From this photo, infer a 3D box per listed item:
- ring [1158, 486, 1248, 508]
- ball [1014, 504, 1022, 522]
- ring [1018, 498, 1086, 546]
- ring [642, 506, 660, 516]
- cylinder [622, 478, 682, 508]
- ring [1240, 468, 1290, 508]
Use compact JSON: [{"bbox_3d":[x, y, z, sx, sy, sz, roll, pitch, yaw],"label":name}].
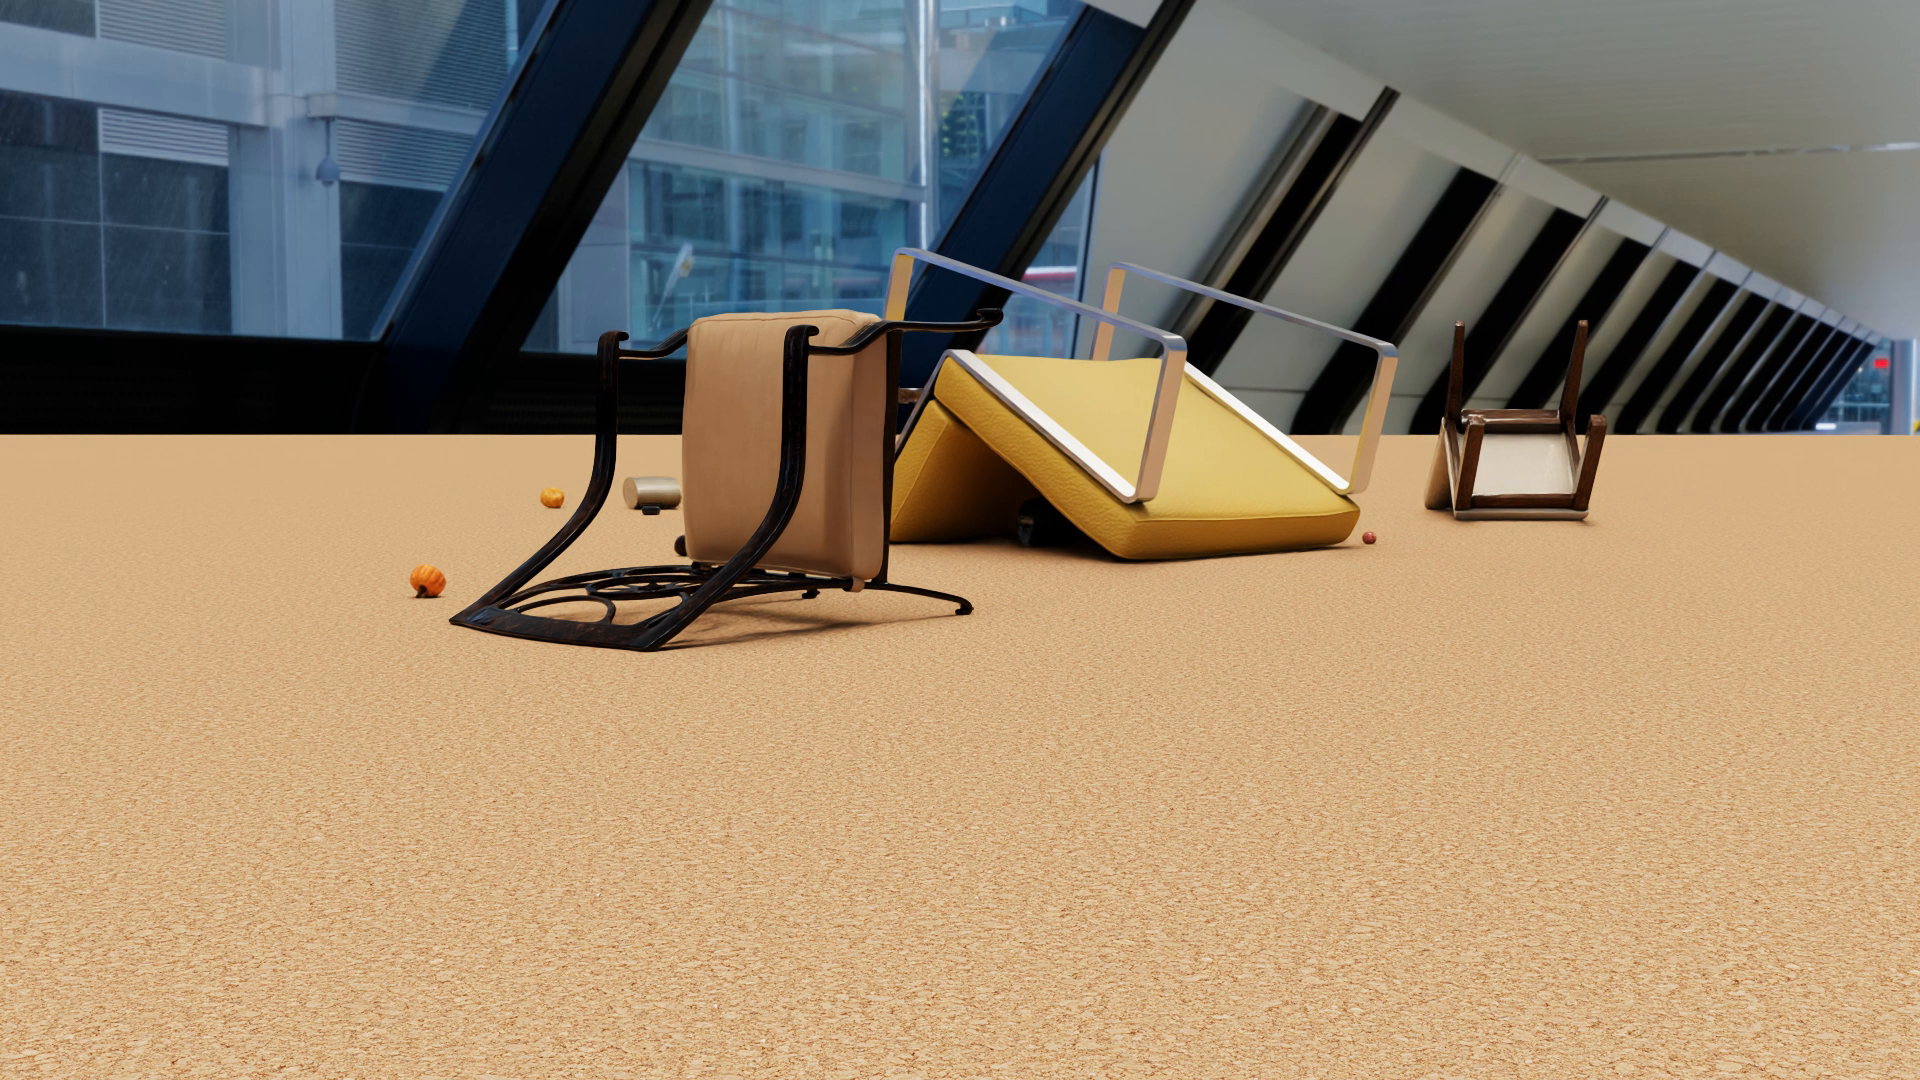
[{"bbox_3d":[0.926,-0.164,8.403,0.305,0.074,0.386,-2,4,-37],"label":"ring"},{"bbox_3d":[0.213,-0.083,7.221,0.074,0.074,0.074,0,4,0],"label":"ball"},{"bbox_3d":[0.264,-0.051,6.350,0.186,0.127,0.244,7,7,26],"label":"ring"},{"bbox_3d":[-1.104,-0.105,7.860,0.061,0.031,0.093,2,3,17],"label":"ring"},{"bbox_3d":[-1.164,-0.178,8.303,0.163,0.114,0.308,-1,5,-19],"label":"cylinder"},{"bbox_3d":[1.152,-0.196,8.319,0.183,0.105,0.212,36,14,32],"label":"ring"}]
